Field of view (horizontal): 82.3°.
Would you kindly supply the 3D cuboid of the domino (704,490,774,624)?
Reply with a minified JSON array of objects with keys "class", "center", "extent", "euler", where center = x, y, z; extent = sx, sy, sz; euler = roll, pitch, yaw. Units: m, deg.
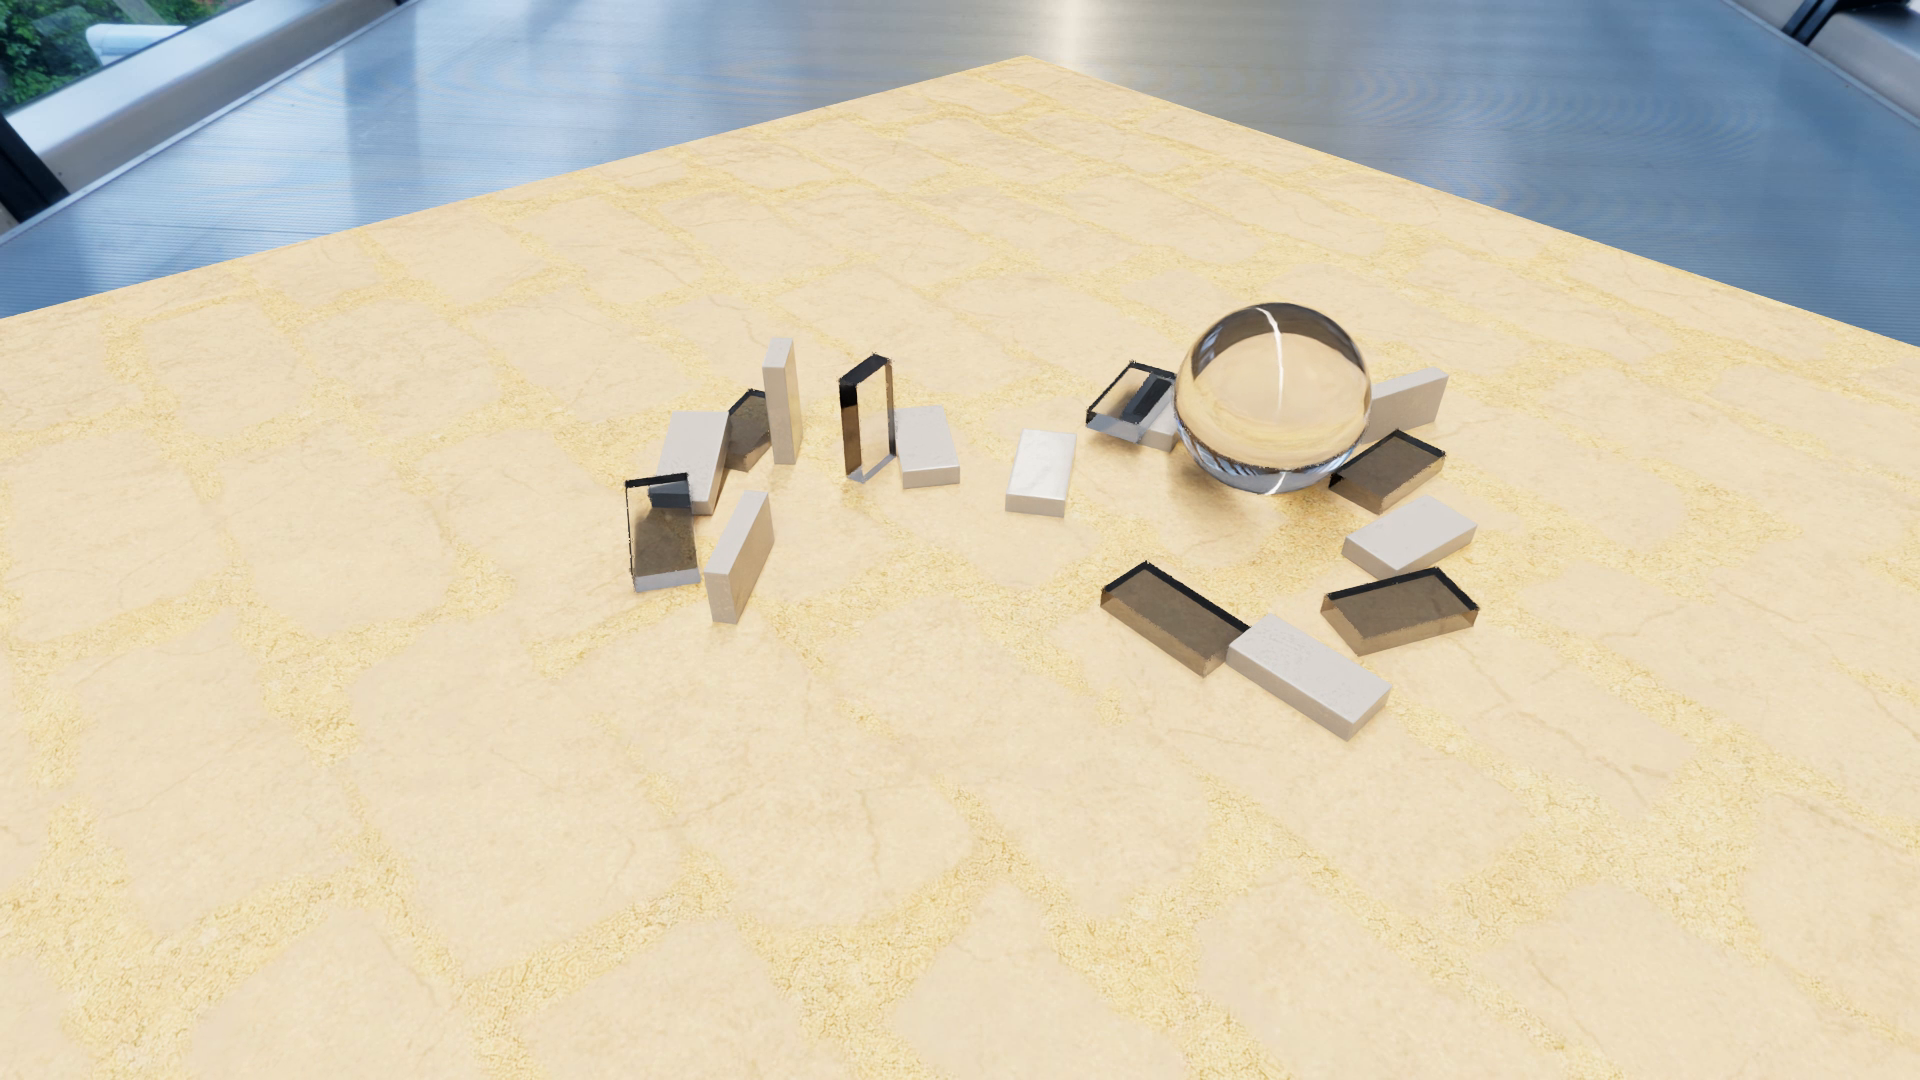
[{"class":"domino","center":[-0.084,0.006,0.424],"extent":[0.010,0.025,0.050],"euler":[6,40,7]}]

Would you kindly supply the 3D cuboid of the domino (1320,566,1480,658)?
[{"class":"domino","center":[0.164,0.026,0.411],"extent":[0.050,0.009,0.025],"euler":[-12,41,-14]}]

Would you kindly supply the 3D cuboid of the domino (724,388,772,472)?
[{"class":"domino","center":[-0.097,-0.051,0.506],"extent":[0.025,0.009,0.050],"euler":[13,41,16]}]

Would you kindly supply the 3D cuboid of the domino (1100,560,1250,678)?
[{"class":"domino","center":[0.079,0.028,0.409],"extent":[0.025,0.010,0.050],"euler":[-29,48,-31]}]

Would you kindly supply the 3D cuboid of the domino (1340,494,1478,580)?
[{"class":"domino","center":[0.181,0.000,0.444],"extent":[0.050,0.010,0.025],"euler":[-23,45,-26]}]

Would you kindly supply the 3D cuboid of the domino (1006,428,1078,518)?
[{"class":"domino","center":[0.036,-0.030,0.480],"extent":[0.025,0.009,0.050],"euler":[7,40,8]}]

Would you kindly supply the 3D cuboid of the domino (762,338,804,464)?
[{"class":"domino","center":[-0.078,-0.061,0.486],"extent":[0.009,0.050,0.025],"euler":[1,39,1]}]

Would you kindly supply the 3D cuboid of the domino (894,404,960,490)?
[{"class":"domino","center":[-0.016,-0.043,0.495],"extent":[0.025,0.010,0.050],"euler":[-6,40,-7]}]

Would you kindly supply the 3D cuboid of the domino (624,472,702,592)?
[{"class":"domino","center":[-0.119,-0.004,0.439],"extent":[0.025,0.009,0.050],"euler":[-9,53,-11]}]

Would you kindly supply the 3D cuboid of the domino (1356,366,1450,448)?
[{"class":"domino","center":[0.200,-0.061,0.506],"extent":[0.050,0.025,0.009],"euler":[-18,43,-20]}]

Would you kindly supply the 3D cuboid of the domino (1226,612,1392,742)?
[{"class":"domino","center":[0.122,0.047,0.386],"extent":[0.025,0.010,0.050],"euler":[-31,48,-32]}]

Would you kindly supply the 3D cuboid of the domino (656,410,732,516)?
[{"class":"domino","center":[-0.115,-0.034,0.474],"extent":[0.025,0.009,0.050],"euler":[1,54,3]}]

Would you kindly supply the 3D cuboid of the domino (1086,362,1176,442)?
[{"class":"domino","center":[0.080,-0.064,0.507],"extent":[0.025,0.009,0.050],"euler":[20,44,23]}]

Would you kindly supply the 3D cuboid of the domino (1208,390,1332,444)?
[{"class":"domino","center":[0.144,-0.058,0.514],"extent":[0.050,0.010,0.025],"euler":[-4,40,-5]}]

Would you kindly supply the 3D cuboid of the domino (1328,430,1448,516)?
[{"class":"domino","center":[0.187,-0.030,0.480],"extent":[0.050,0.009,0.025],"euler":[-29,47,-30]}]

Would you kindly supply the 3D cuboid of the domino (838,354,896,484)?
[{"class":"domino","center":[-0.040,-0.052,0.475],"extent":[0.010,0.050,0.025],"euler":[22,44,24]}]

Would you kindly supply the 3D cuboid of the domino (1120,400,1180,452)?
[{"class":"domino","center":[0.096,-0.061,0.518],"extent":[0.025,0.009,0.050],"euler":[18,43,21]}]

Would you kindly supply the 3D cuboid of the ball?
[{"class":"ball","center":[0.130,-0.059,0.460],"extent":[0.080,0.080,0.080],"euler":[0,39,0]}]
